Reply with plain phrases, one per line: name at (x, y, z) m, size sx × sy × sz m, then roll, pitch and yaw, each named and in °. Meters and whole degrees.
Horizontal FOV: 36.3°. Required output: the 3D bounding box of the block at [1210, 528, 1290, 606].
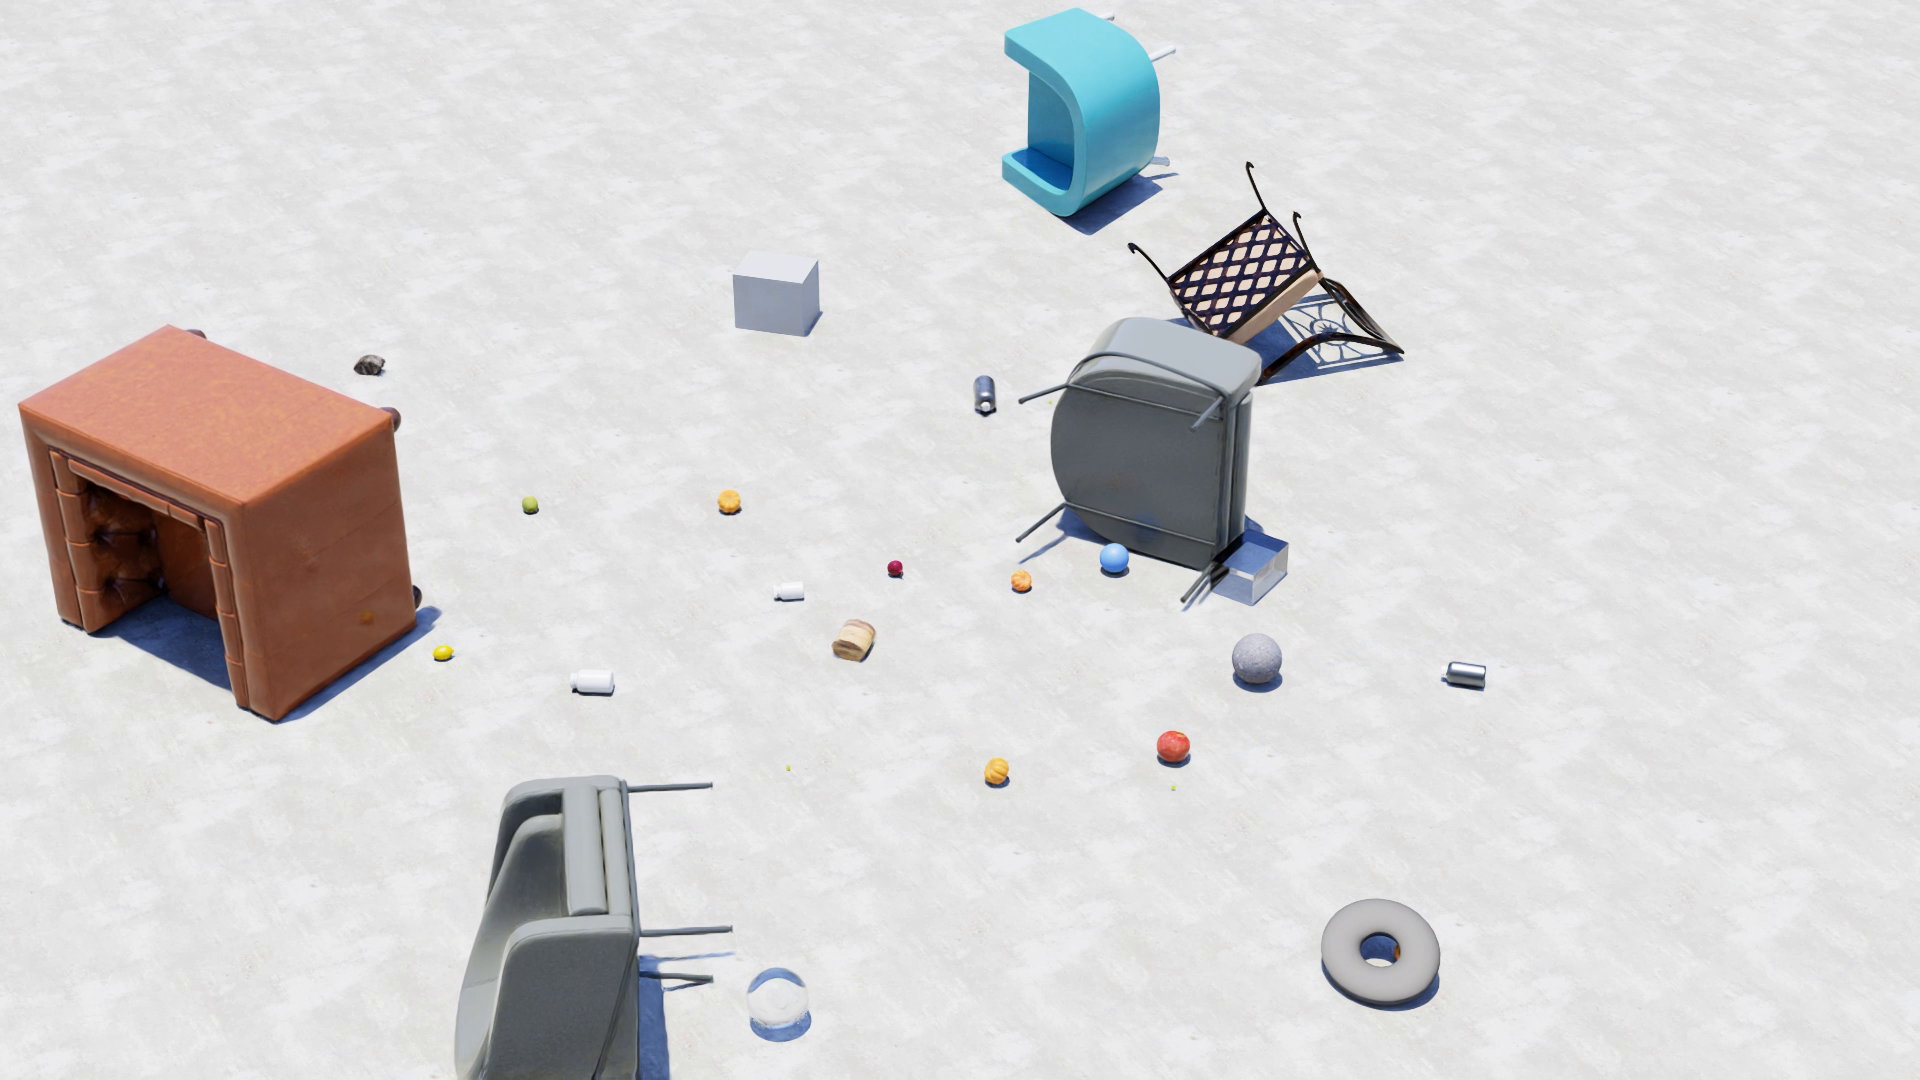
block at (1.054, 0.098, 10.672) m, size 0.174 × 0.136 × 0.262 m, roll 21°, pitch 39°, yaw 28°

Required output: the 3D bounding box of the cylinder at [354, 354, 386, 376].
cylinder at (-2.411, -0.715, 11.971) m, size 0.116 × 0.062 × 0.061 m, roll -2°, pitch 32°, yaw 16°

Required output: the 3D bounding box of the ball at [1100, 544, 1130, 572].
ball at (0.565, 0.066, 10.745) m, size 0.109 × 0.109 × 0.109 m, roll 0°, pitch 33°, yaw 0°

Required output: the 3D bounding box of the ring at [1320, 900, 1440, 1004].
ring at (1.276, 1.248, 8.898) m, size 0.343 × 0.097 × 0.381 m, roll -37°, pitch 52°, yaw -17°

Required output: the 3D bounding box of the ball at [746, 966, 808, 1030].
ball at (-0.542, 1.362, 8.709) m, size 0.186 × 0.186 × 0.186 m, roll 0°, pitch 33°, yaw 0°

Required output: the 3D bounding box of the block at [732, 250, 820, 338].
block at (-0.768, -1.033, 12.280) m, size 0.303 × 0.255 × 0.223 m, roll 8°, pitch 34°, yaw 13°

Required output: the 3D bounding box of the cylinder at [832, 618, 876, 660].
cylinder at (-0.374, 0.352, 10.335) m, size 0.120 × 0.081 × 0.137 m, roll 18°, pitch 36°, yaw 9°

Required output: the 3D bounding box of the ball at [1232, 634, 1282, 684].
ball at (1.029, 0.410, 10.162) m, size 0.176 × 0.176 × 0.176 m, roll 0°, pitch 33°, yaw 0°
